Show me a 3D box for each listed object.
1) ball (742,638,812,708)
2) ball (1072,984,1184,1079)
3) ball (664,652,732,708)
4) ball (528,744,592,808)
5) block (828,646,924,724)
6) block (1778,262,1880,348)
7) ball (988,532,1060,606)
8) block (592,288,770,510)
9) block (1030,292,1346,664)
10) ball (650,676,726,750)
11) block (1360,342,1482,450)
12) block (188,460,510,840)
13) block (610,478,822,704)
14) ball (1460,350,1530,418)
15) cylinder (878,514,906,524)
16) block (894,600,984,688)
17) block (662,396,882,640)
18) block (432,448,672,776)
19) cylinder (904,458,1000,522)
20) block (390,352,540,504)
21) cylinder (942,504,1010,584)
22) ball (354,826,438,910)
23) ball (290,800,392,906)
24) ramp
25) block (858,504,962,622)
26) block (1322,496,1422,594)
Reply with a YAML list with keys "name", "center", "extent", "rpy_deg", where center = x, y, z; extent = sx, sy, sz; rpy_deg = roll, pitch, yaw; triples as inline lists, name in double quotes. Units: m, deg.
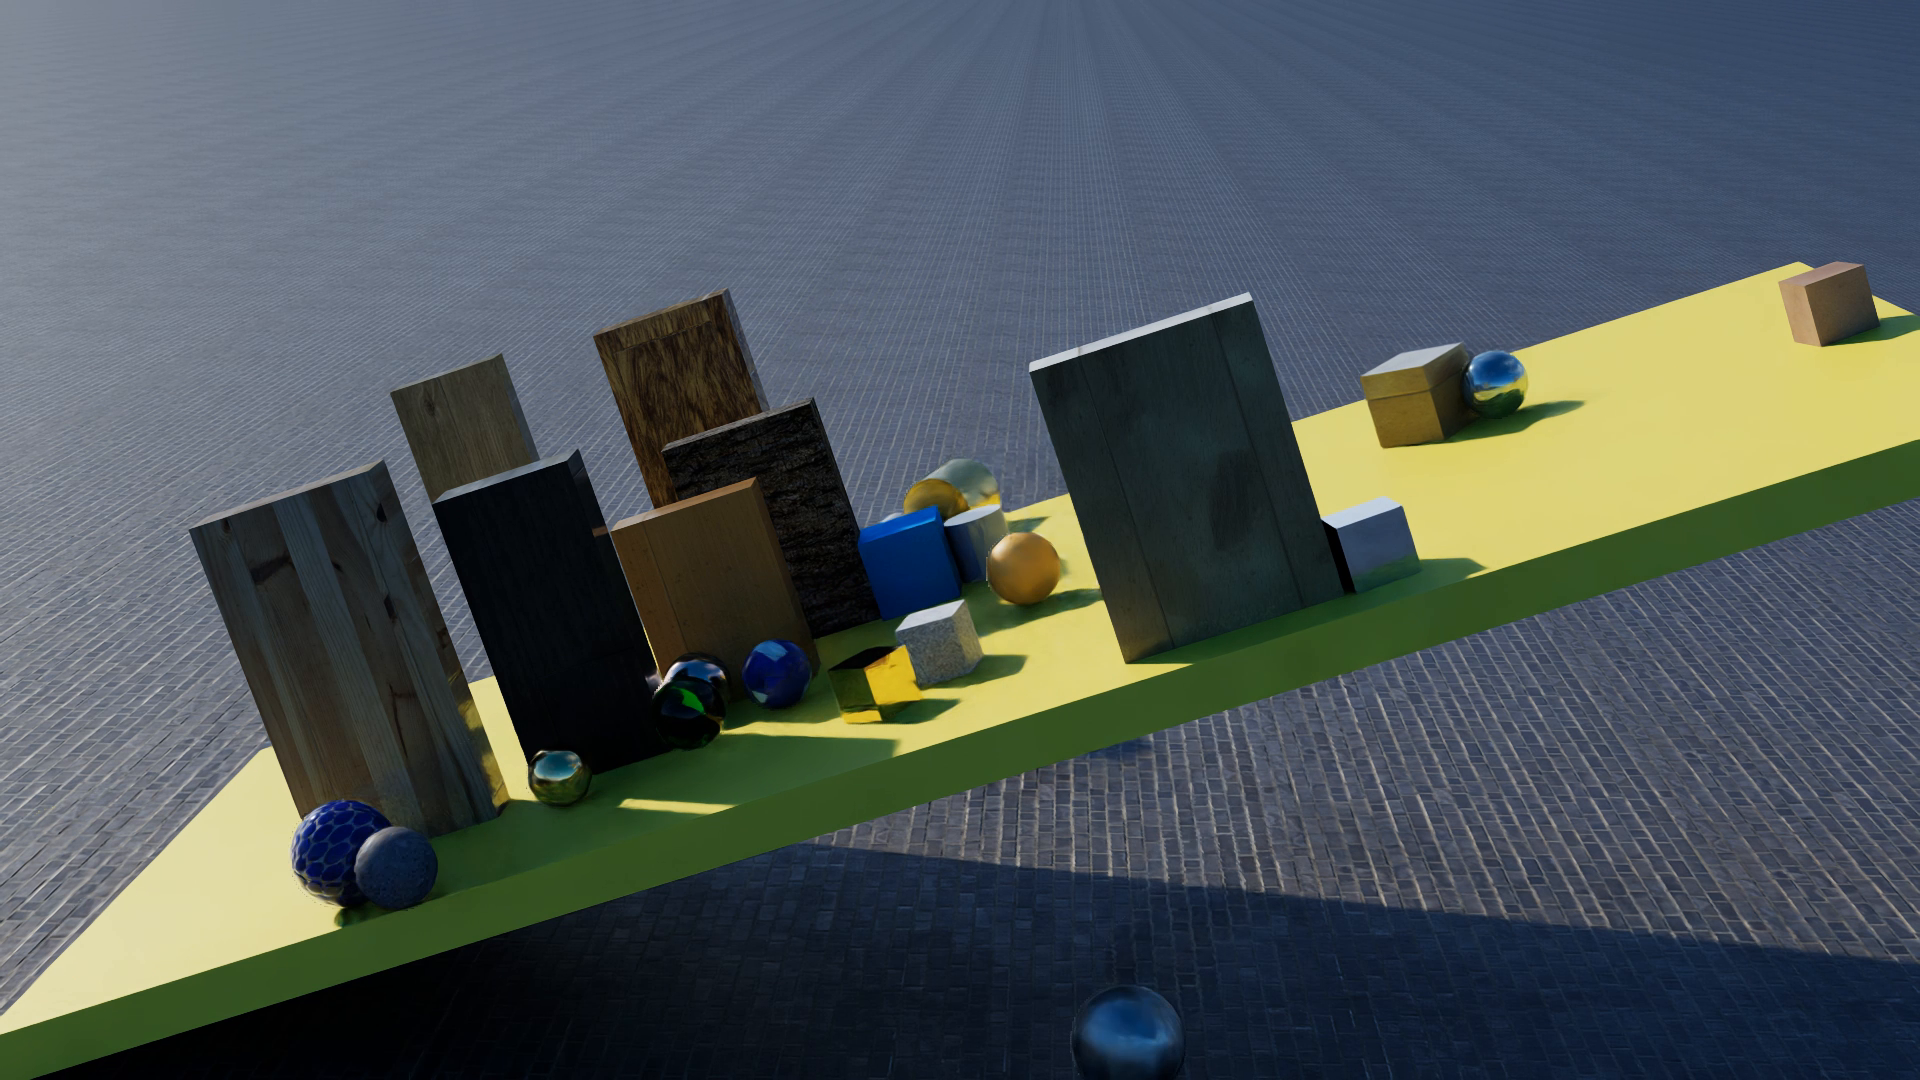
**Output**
- name: "ball"
  center: [-0.374, 0.272, 6.007]
  extent: [0.142, 0.142, 0.142]
  rpy_deg: [0, 12, 0]
- name: "ball"
  center: [0.291, 0.867, 5.087]
  extent: [0.195, 0.195, 0.195]
  rpy_deg: [0, 12, 0]
- name: "ball"
  center: [-0.546, 0.304, 6.128]
  extent: [0.145, 0.145, 0.145]
  rpy_deg: [0, 12, 0]
- name: "ball"
  center: [-0.788, 0.463, 5.789]
  extent: [0.126, 0.126, 0.126]
  rpy_deg: [0, 12, 0]
- name: "block"
  center: [-0.164, 0.280, 5.686]
  extent: [0.113, 0.113, 0.113]
  rpy_deg: [-27, 14, -39]
- name: "block"
  center: [1.821, -0.495, 6.164]
  extent: [0.134, 0.134, 0.134]
  rpy_deg: [-19, 11, -5]
- name: "ball"
  center: [0.134, 0.060, 6.179]
  extent: [0.155, 0.155, 0.155]
  rpy_deg: [0, 12, 0]
- name: "block"
  center: [-0.599, -0.198, 7.118]
  extent: [0.325, 0.751, 0.139]
  rpy_deg: [-18, 11, 6]
- name: "block"
  center: [0.418, -0.113, 5.427]
  extent: [0.424, 0.574, 0.118]
  rpy_deg: [-18, 11, 6]
- name: "ball"
  center: [-0.546, 0.347, 5.899]
  extent: [0.149, 0.149, 0.149]
  rpy_deg: [0, 12, 0]
- name: "block"
  center: [1.027, -0.320, 6.536]
  extent: [0.171, 0.171, 0.171]
  rpy_deg: [-8, 15, 44]
- name: "block"
  center: [-1.220, 0.254, 5.906]
  extent: [0.382, 0.743, 0.130]
  rpy_deg: [-18, 11, 6]
- name: "block"
  center: [-0.514, 0.124, 6.221]
  extent: [0.312, 0.428, 0.113]
  rpy_deg: [-18, 11, 6]
- name: "ball"
  center: [1.174, -0.342, 6.459]
  extent: [0.148, 0.148, 0.148]
  rpy_deg: [0, 12, 0]
- name: "cylinder"
  center: [-0.164, 0.010, 7.029]
  extent: [0.118, 0.118, 0.118]
  rpy_deg: [5, 20, 21]
- name: "block"
  center: [-0.040, 0.206, 5.827]
  extent: [0.122, 0.122, 0.122]
  rpy_deg: [-16, 11, 16]
- name: "block"
  center: [-0.413, -0.022, 6.571]
  extent: [0.347, 0.507, 0.104]
  rpy_deg: [-18, 11, 6]
- name: "block"
  center: [-0.818, 0.164, 5.990]
  extent: [0.289, 0.629, 0.145]
  rpy_deg: [-18, 11, 6]
- name: "cylinder"
  center: [-0.019, -0.089, 7.132]
  extent: [0.178, 0.178, 0.178]
  rpy_deg: [5, 20, 23]
- name: "block"
  center: [-1.071, -0.020, 6.910]
  extent: [0.258, 0.793, 0.092]
  rpy_deg: [-18, 11, 6]
- name: "cylinder"
  center: [0.049, 0.008, 6.634]
  extent: [0.138, 0.138, 0.138]
  rpy_deg: [-18, 11, 3]
- name: "ball"
  center: [-1.041, 0.605, 5.429]
  extent: [0.151, 0.151, 0.151]
  rpy_deg: [0, 12, 0]
- name: "ball"
  center: [-1.165, 0.592, 5.568]
  extent: [0.202, 0.202, 0.202]
  rpy_deg: [0, 12, 0]
- name: "ramp"
  center: [0.104, 0.182, 6.308]
  extent: [4.000, 0.100, 2.000]
  rpy_deg: [-18, 11, 6]
- name: "block"
  center: [-0.111, 0.051, 6.573]
  extent: [0.181, 0.181, 0.181]
  rpy_deg: [-18, 11, 4]
- name: "block"
  center: [0.759, 0.009, 5.437]
  extent: [0.129, 0.129, 0.129]
  rpy_deg: [-19, 11, -3]
